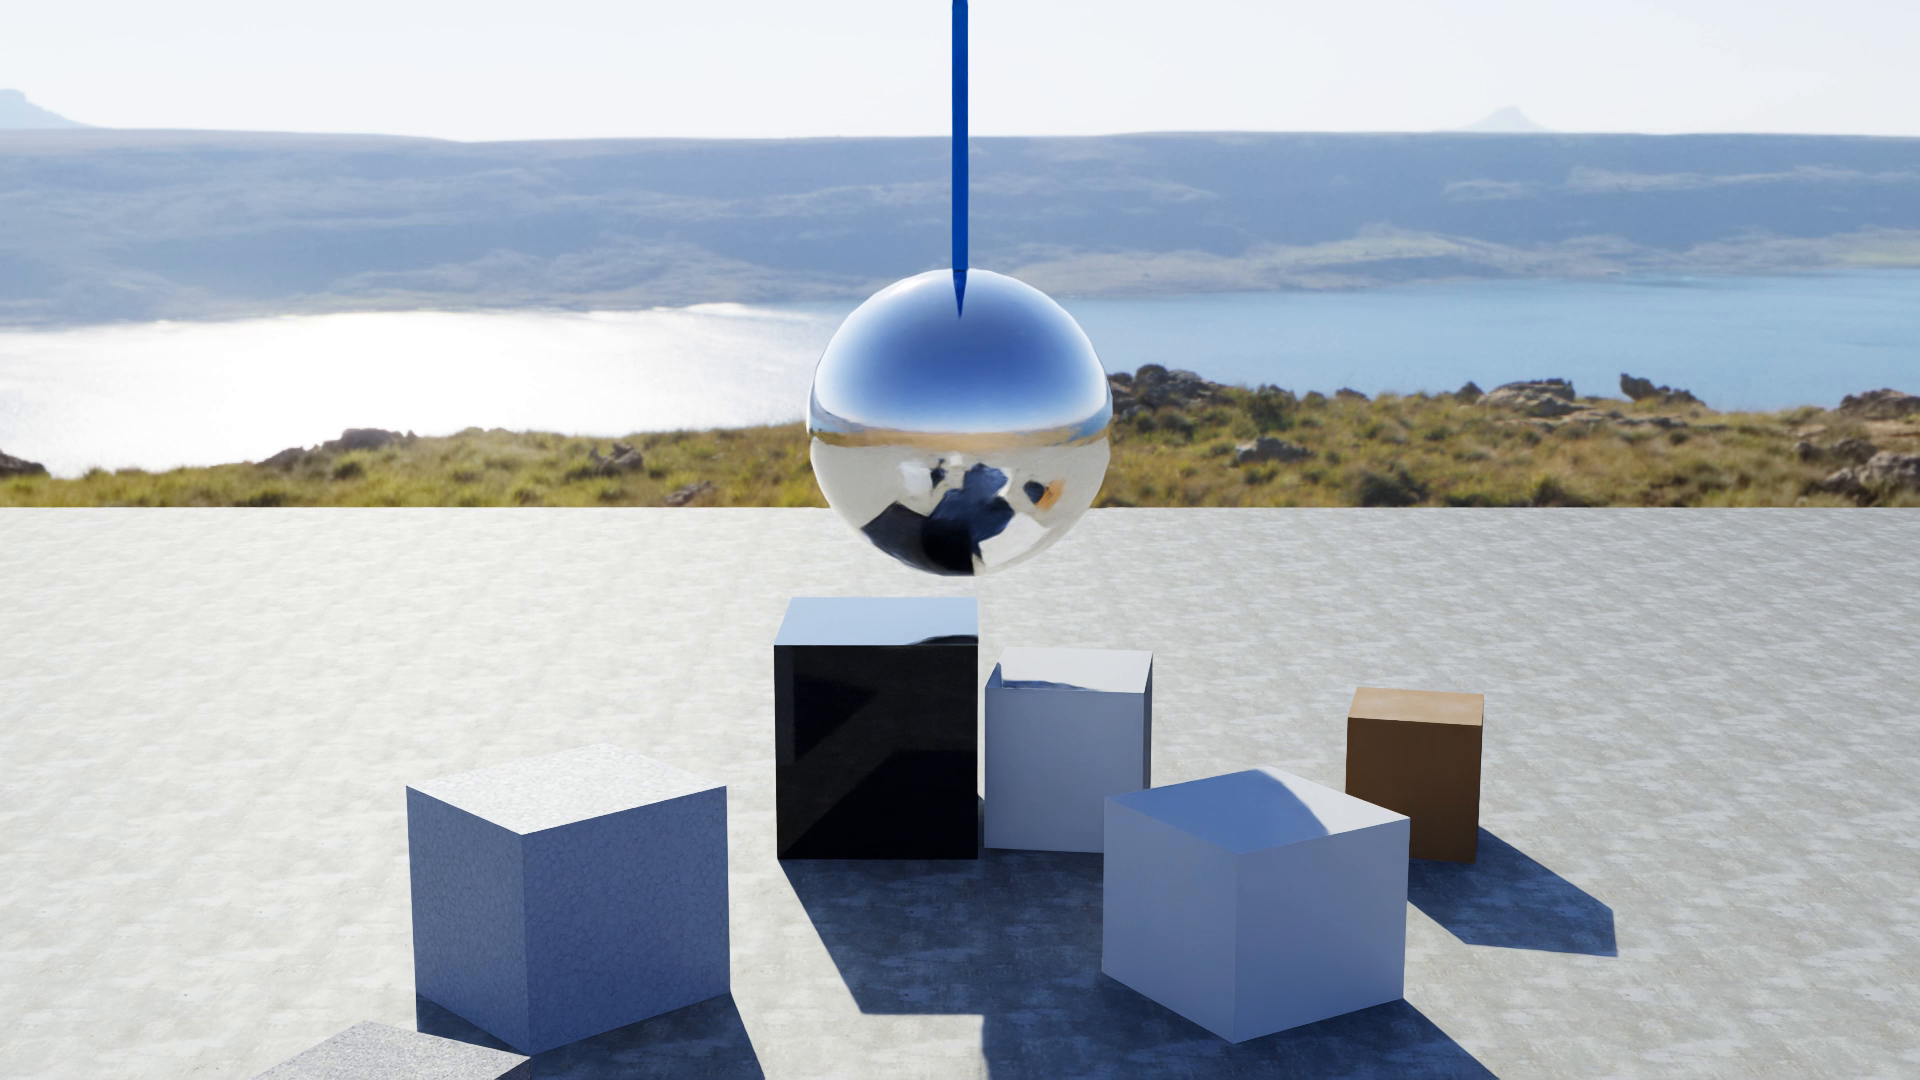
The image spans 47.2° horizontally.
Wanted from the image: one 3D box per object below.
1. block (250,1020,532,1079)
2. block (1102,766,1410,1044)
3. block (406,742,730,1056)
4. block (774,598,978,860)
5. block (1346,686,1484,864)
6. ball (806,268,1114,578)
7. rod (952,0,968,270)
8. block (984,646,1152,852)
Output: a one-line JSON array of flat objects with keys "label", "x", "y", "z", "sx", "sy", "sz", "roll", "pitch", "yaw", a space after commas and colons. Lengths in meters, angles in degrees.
[{"label": "block", "x": -1.786, "y": 1.978, "z": 6.761, "sx": 0.667, "sy": 0.688, "sz": 0.676, "roll": 5, "pitch": 11, "yaw": 26}, {"label": "block", "x": 1.224, "y": 1.491, "z": 9.191, "sx": 0.897, "sy": 0.777, "sz": 0.888, "roll": -6, "pitch": 12, "yaw": -31}, {"label": "block", "x": -1.617, "y": 1.446, "z": 9.108, "sx": 0.969, "sy": 0.895, "sz": 0.894, "roll": -9, "pitch": 14, "yaw": -42}, {"label": "block", "x": -0.407, "y": 0.943, "z": 11.339, "sx": 0.994, "sy": 1.087, "sz": 1.138, "roll": 0, "pitch": 10, "yaw": 0}, {"label": "block", "x": 2.303, "y": 1.177, "z": 11.136, "sx": 0.644, "sy": 0.700, "sz": 0.635, "roll": 3, "pitch": 11, "yaw": 14}, {"label": "ball", "x": 0.000, "y": -0.605, "z": 11.415, "sx": 1.600, "sy": 1.600, "sz": 1.600, "roll": 0, "pitch": 10, "yaw": 0}, {"label": "rod", "x": 0.000, "y": -3.910, "z": 10.619, "sx": 0.080, "sy": 5.200, "sz": 0.080, "roll": 0, "pitch": 14, "yaw": 0}, {"label": "block", "x": 0.574, "y": 1.069, "z": 11.372, "sx": 0.789, "sy": 0.829, "sz": 0.908, "roll": 1, "pitch": 10, "yaw": 8}]
